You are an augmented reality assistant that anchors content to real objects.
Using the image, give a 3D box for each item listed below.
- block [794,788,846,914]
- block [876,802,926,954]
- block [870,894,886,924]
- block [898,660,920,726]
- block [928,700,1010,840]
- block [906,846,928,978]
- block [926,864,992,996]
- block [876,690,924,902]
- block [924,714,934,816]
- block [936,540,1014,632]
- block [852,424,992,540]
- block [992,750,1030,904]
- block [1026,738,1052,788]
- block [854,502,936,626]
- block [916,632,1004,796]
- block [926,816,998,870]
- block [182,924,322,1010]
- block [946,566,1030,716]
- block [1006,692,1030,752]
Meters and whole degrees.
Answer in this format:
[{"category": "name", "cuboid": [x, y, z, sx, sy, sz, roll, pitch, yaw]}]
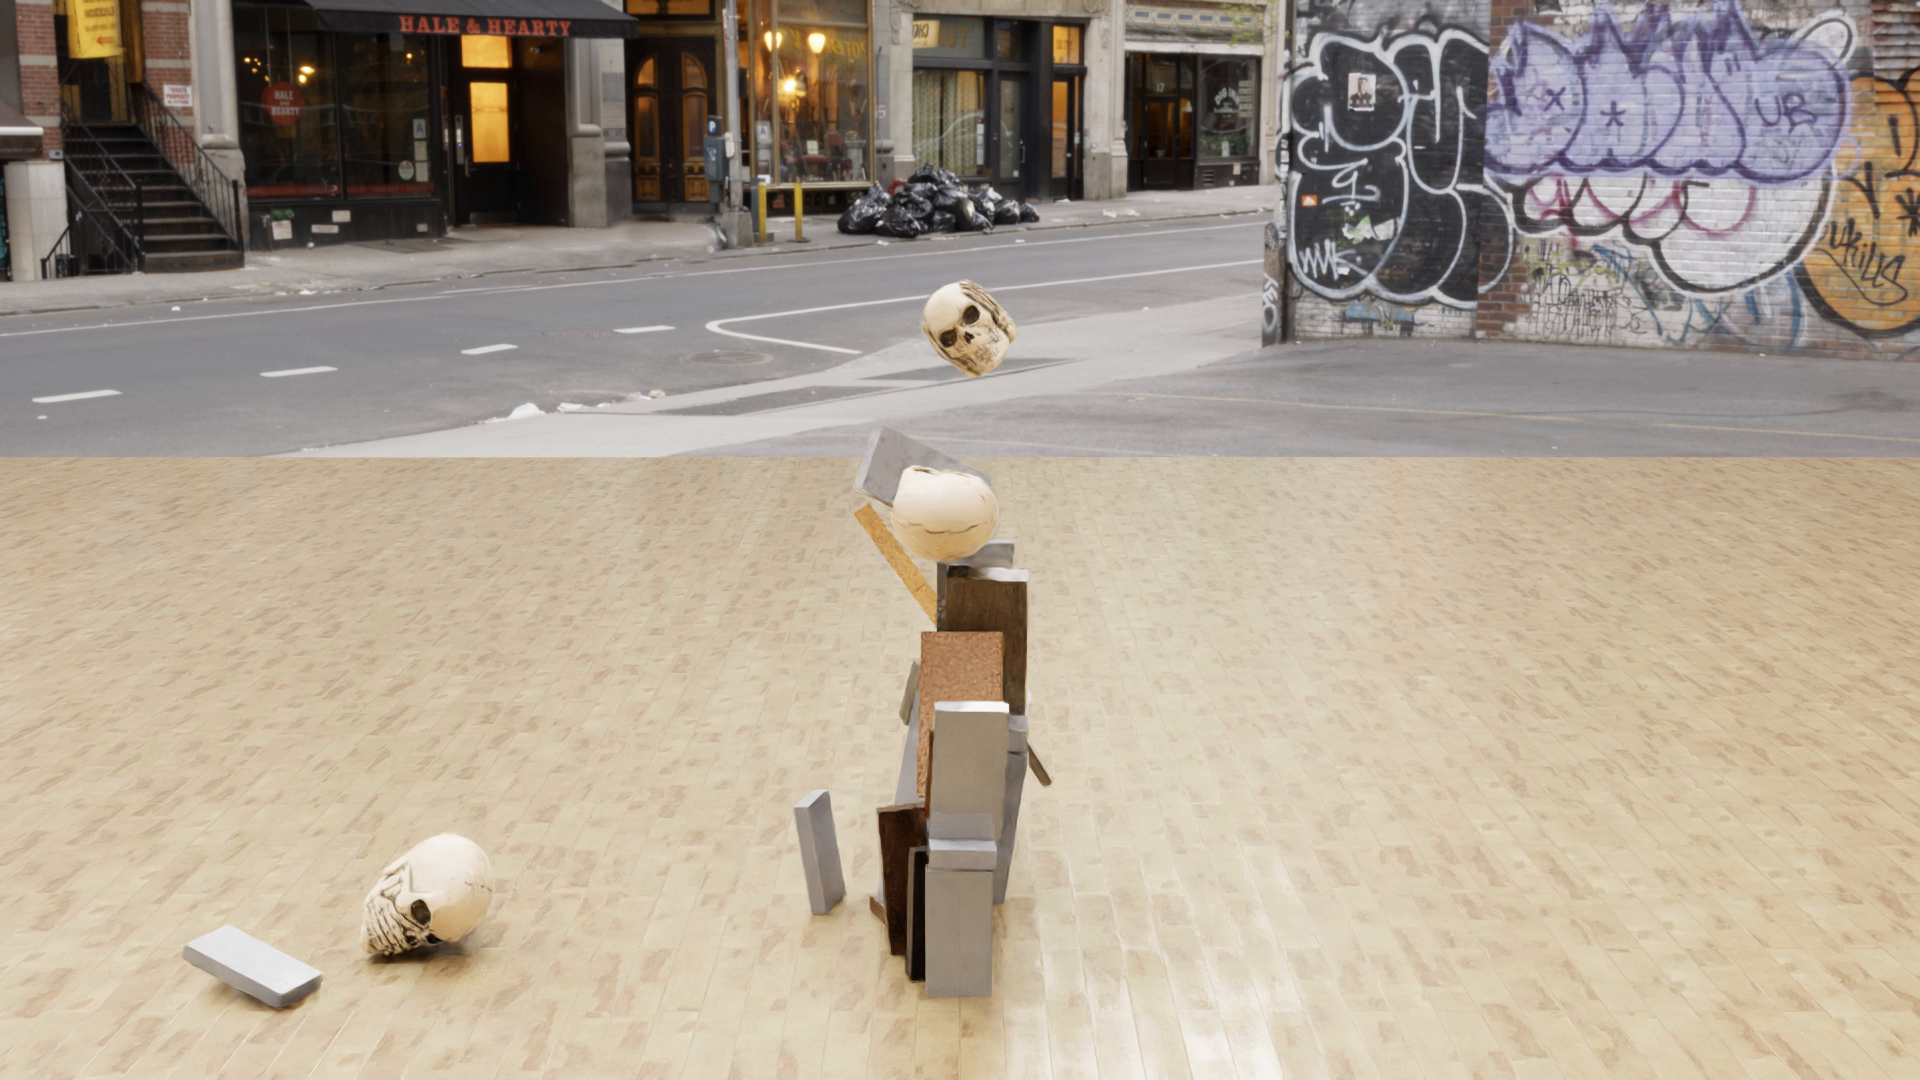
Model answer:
[{"category": "block", "cuboid": [-0.229, 0.508, 3.596, 0.026, 0.182, 0.091, -5, 11, 19]}, {"category": "block", "cuboid": [-0.066, 0.521, 3.398, 0.106, 0.227, 0.030, -6, 9, -9]}, {"category": "block", "cuboid": [-0.071, 0.604, 3.526, 0.091, 0.026, 0.182, -4, 11, -22]}, {"category": "block", "cuboid": [-0.090, 0.297, 4.262, 0.016, 0.116, 0.058, 11, 14, -19]}, {"category": "block", "cuboid": [0.012, 0.337, 3.208, 0.106, 0.212, 0.030, 2, 23, -3]}, {"category": "block", "cuboid": [-0.029, 0.557, 3.300, 0.097, 0.194, 0.028, -1, 7, -19]}, {"category": "block", "cuboid": [-0.002, 0.573, 3.226, 0.097, 0.194, 0.028, 0, 12, 0]}, {"category": "block", "cuboid": [-0.037, 0.419, 3.509, 0.129, 0.342, 0.036, 9, -7, 16]}, {"category": "block", "cuboid": [0.005, 0.340, 3.288, 0.106, 0.212, 0.030, 1, 47, -3]}, {"category": "block", "cuboid": [0.024, 0.130, 3.685, 0.128, 0.257, 0.036, 1, 9, 0]}, {"category": "block", "cuboid": [-0.069, -0.107, 4.142, 0.256, 0.128, 0.036, 25, -13, -29]}, {"category": "block", "cuboid": [0.030, 0.462, 3.615, 0.128, 0.256, 0.036, 10, 11, 5]}, {"category": "block", "cuboid": [0.119, 0.369, 3.867, 0.019, 0.133, 0.067, -29, 33, 3]}, {"category": "block", "cuboid": [-0.064, 0.107, 4.165, 0.036, 0.396, 0.128, -36, -21, -1]}, {"category": "block", "cuboid": [0.001, 0.275, 3.464, 0.129, 0.257, 0.036, 0, -11, 8]}, {"category": "block", "cuboid": [0.000, 0.448, 3.278, 0.097, 0.028, 0.194, 2, 8, -3]}, {"category": "block", "cuboid": [-1.045, 0.630, 3.250, 0.182, 0.026, 0.091, 21, 17, 19]}, {"category": "block", "cuboid": [0.044, 0.163, 3.542, 0.129, 0.257, 0.036, 3, 32, 6]}, {"category": "block", "cuboid": [0.051, 0.298, 3.671, 0.128, 0.036, 0.256, 4, 10, 2]}]
